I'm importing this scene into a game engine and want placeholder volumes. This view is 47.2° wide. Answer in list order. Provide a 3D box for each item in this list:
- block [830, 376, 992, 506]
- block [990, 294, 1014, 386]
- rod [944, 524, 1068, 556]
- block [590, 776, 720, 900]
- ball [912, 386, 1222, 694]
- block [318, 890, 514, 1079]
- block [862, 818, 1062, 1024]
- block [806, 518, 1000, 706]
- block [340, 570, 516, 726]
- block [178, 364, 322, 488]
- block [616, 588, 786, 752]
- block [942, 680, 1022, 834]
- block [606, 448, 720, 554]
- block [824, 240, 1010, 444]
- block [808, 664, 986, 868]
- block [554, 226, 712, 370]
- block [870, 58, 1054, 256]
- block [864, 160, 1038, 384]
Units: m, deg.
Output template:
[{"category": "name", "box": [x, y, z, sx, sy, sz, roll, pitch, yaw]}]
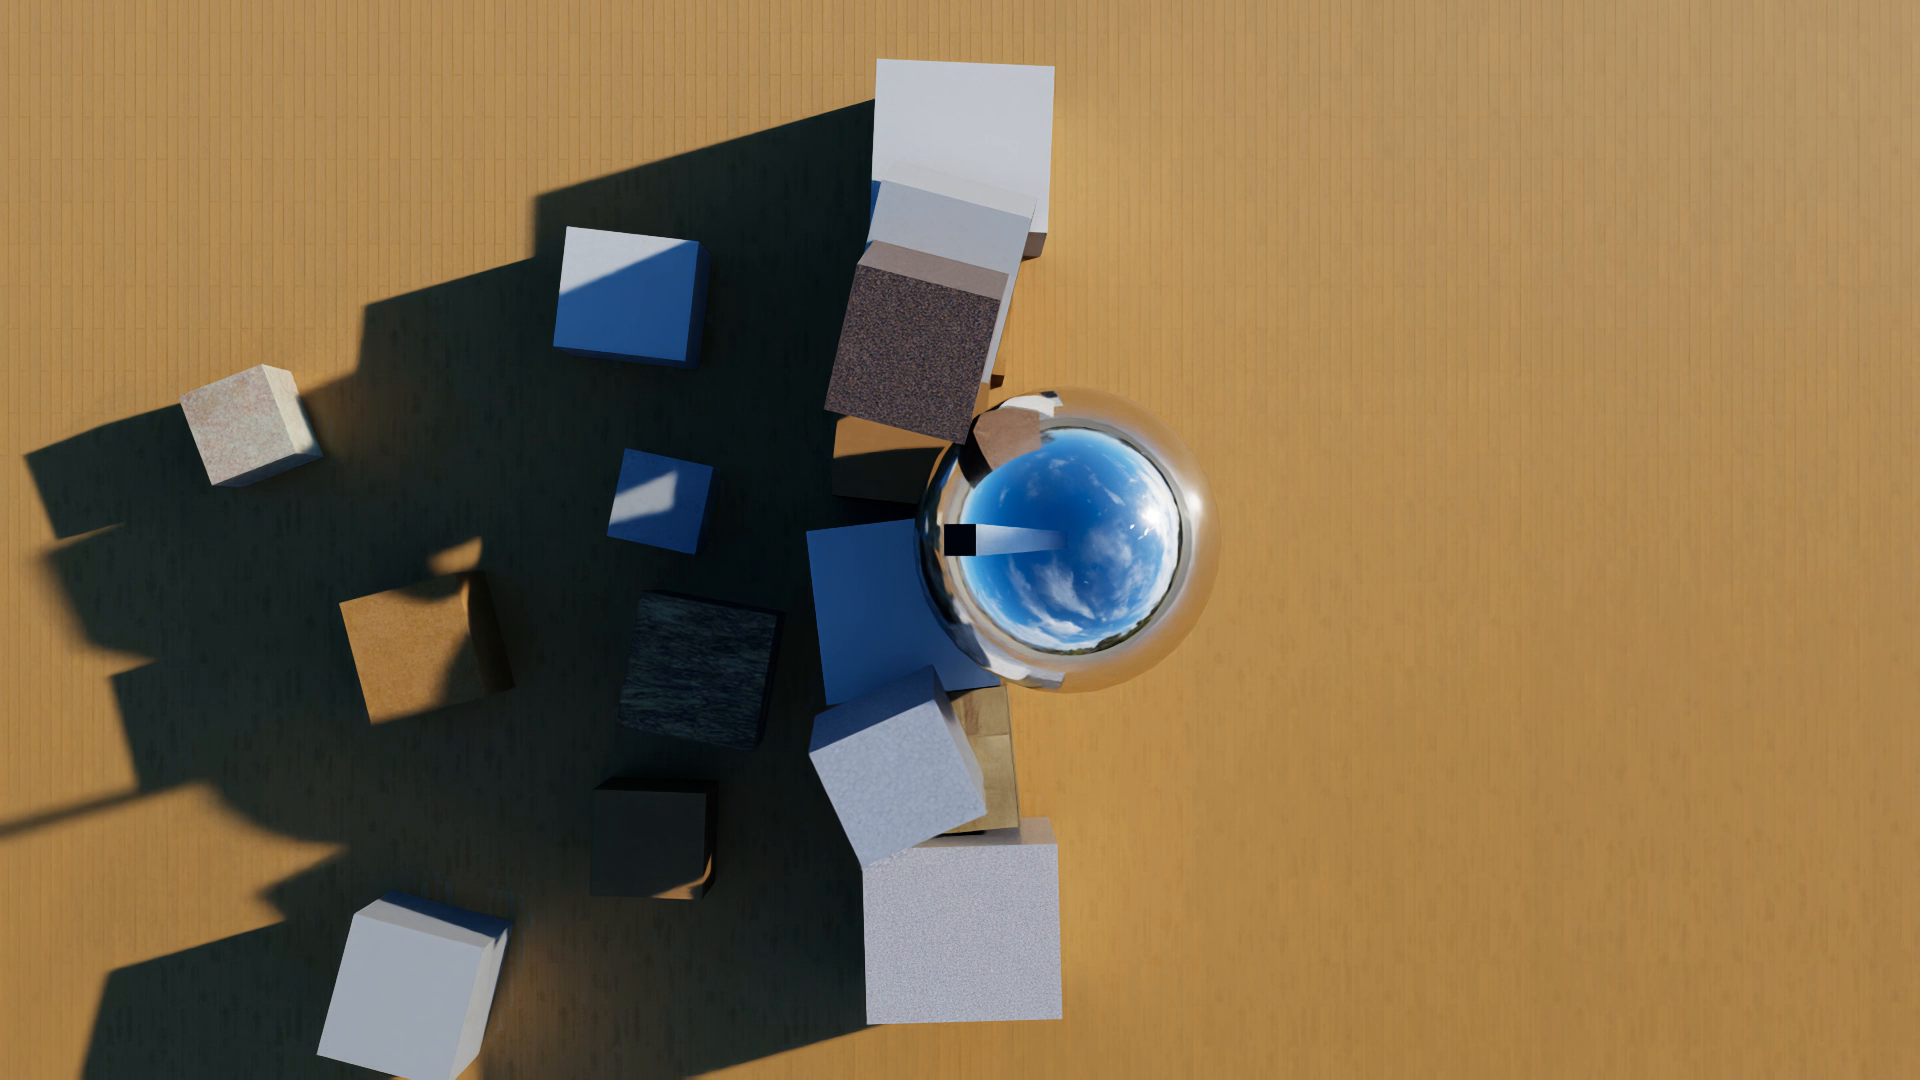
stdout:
[{"category": "block", "box": [-0.274, -0.582, 12.559, 0.817, 0.882, 0.755, 6, 90, 0]}, {"category": "block", "box": [-0.067, -1.310, 12.573, 0.709, 0.855, 0.734, 6, 90, 0]}, {"category": "rod", "box": [0.240, 0.000, 8.034, 0.080, 5.200, 0.080, 0, 90, 5]}, {"category": "block", "box": [-1.752, 1.708, 12.668, 0.634, 0.664, 0.596, 2, 90, 0]}, {"category": "ball", "box": [0.553, 0.000, 11.420, 1.600, 1.600, 1.600, 0, 90, 0]}, {"category": "block", "box": [-3.099, 2.554, 12.587, 0.743, 0.827, 0.805, 15, 90, 0]}, {"category": "block", "box": [0.012, 2.125, 12.427, 1.054, 1.145, 0.944, -2, 90, 0]}, {"category": "block", "box": [-0.312, 0.375, 12.550, 0.963, 0.901, 0.965, -7, 90, 0]}, {"category": "block", "box": [-3.039, 0.610, 12.611, 0.661, 0.777, 0.712, -15, 90, 0]}, {"category": "block", "box": [-4.097, -0.654, 12.729, 0.508, 0.542, 0.540, -21, 90, 0]}, {"category": "block", "box": [-1.478, 0.736, 12.660, 0.779, 0.679, 0.774, 10, 90, 0]}, {"category": "block", "box": [-0.071, 1.237, 12.607, 0.759, 0.786, 0.783, -6, 90, 0]}, {"category": "block", "box": [-1.717, -0.221, 12.792, 0.516, 0.417, 0.514, 12, 90, 0]}, {"category": "block", "box": [-0.208, -1.002, 11.023, 0.714, 0.734, 0.741, 14, 107, 0]}, {"category": "block", "box": [-0.328, 1.194, 11.760, 0.711, 0.782, 0.672, -24, 100, 3]}, {"category": "block", "box": [-1.877, -1.383, 12.678, 0.746, 0.644, 0.676, 7, 90, 0]}, {"category": "block", "box": [0.012, -2.149, 12.494, 0.970, 1.012, 0.907, 2, 90, 0]}, {"category": "block", "box": [-0.096, -1.431, 11.659, 0.788, 0.743, 0.890, 15, 107, 0]}]
